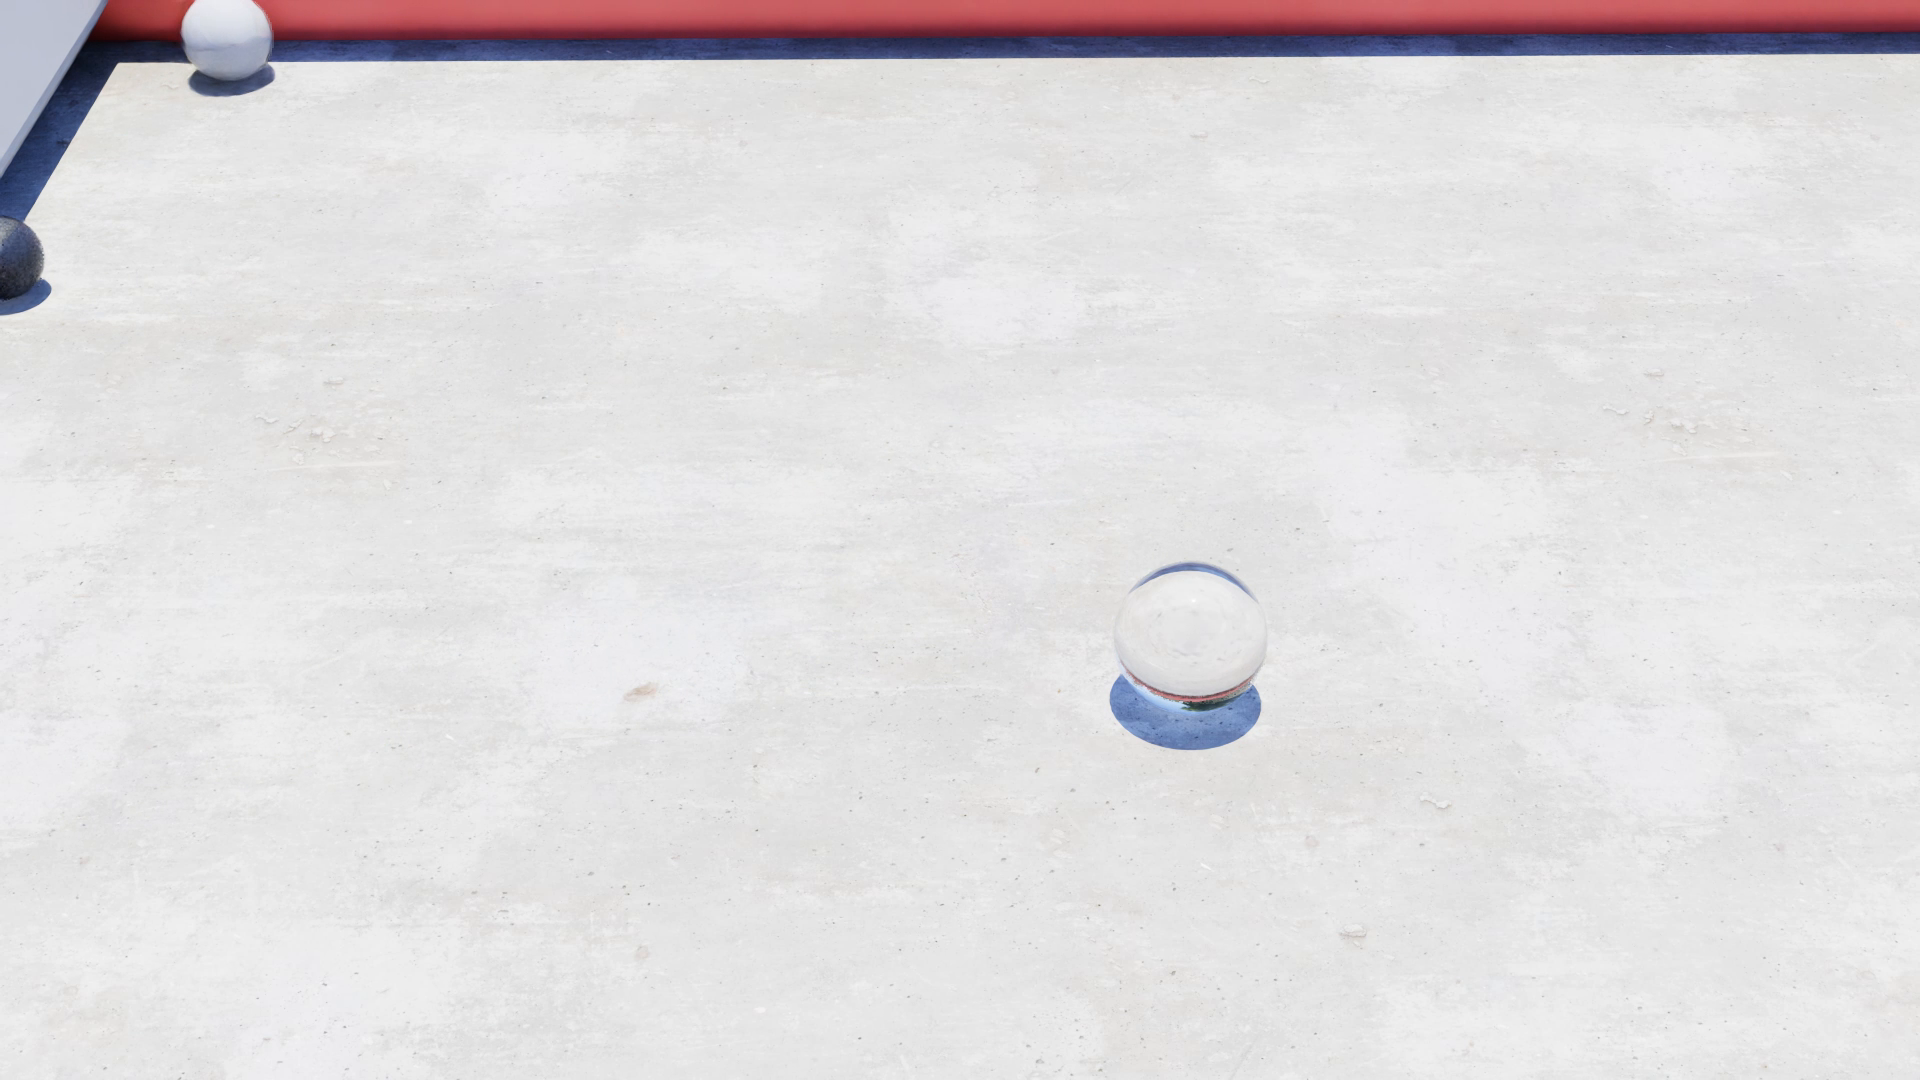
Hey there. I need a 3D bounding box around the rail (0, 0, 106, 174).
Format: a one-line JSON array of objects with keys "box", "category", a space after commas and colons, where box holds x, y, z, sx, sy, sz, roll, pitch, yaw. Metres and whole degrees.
[{"box": [-0.797, -0.012, 1.679, 0.045, 0.125, 1.766, 0, 36, -1], "category": "rail"}]

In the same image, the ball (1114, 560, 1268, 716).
[{"box": [0.144, 0.061, 1.604, 0.097, 0.097, 0.097, 0, 36, 0], "category": "ball"}]

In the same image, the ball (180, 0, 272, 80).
[{"box": [-0.671, -0.461, 2.346, 0.080, 0.080, 0.080, 0, 36, 0], "category": "ball"}]

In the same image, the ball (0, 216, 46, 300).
[{"box": [-0.757, -0.223, 2.027, 0.066, 0.066, 0.066, 0, 36, 0], "category": "ball"}]

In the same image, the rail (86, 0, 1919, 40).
[{"box": [0.810, -0.523, 2.393, 3.281, 0.125, 0.045, 0, 36, -1], "category": "rail"}]
